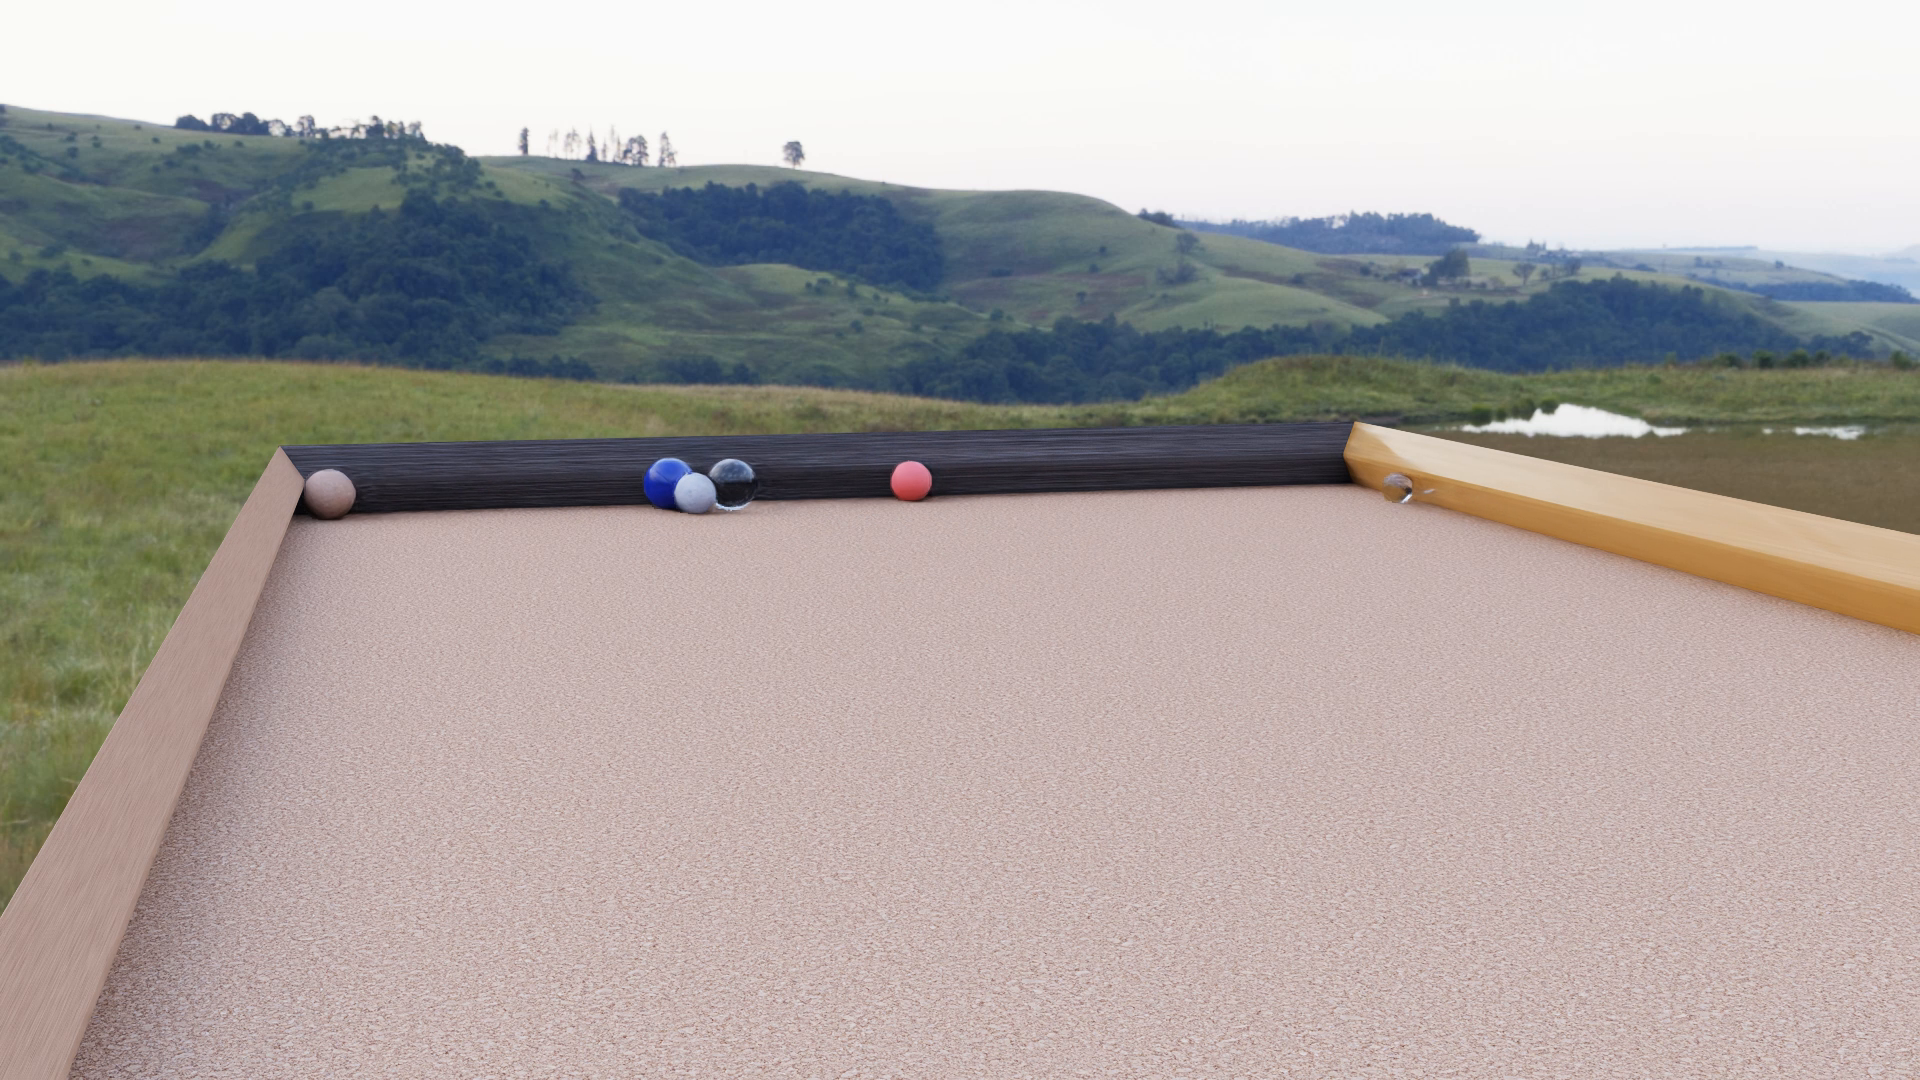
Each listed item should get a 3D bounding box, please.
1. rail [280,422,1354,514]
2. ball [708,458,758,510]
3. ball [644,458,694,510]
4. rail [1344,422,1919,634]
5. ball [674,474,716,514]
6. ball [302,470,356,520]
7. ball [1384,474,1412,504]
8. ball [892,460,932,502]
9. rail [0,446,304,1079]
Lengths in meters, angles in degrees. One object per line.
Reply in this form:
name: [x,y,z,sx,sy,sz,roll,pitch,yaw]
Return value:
rail: [-0.212,-0.143,4.298,2.142,0.127,0.045,-2,8,-14]
ball: [-0.430,-0.105,4.141,0.097,0.097,0.097,0,8,0]
ball: [-0.547,-0.106,4.147,0.098,0.098,0.098,0,8,0]
rail: [1.234,0.063,2.839,0.045,0.127,3.607,-2,8,-14]
ball: [-0.491,-0.086,4.082,0.076,0.076,0.076,0,8,0]
ball: [-1.148,-0.083,4.000,0.092,0.092,0.092,0,8,0]
ball: [0.846,-0.099,4.248,0.056,0.056,0.056,0,8,0]
ball: [-0.094,-0.114,4.274,0.079,0.079,0.079,0,8,0]
rail: [-0.799,0.133,2.338,0.045,0.127,3.607,-2,8,-14]
